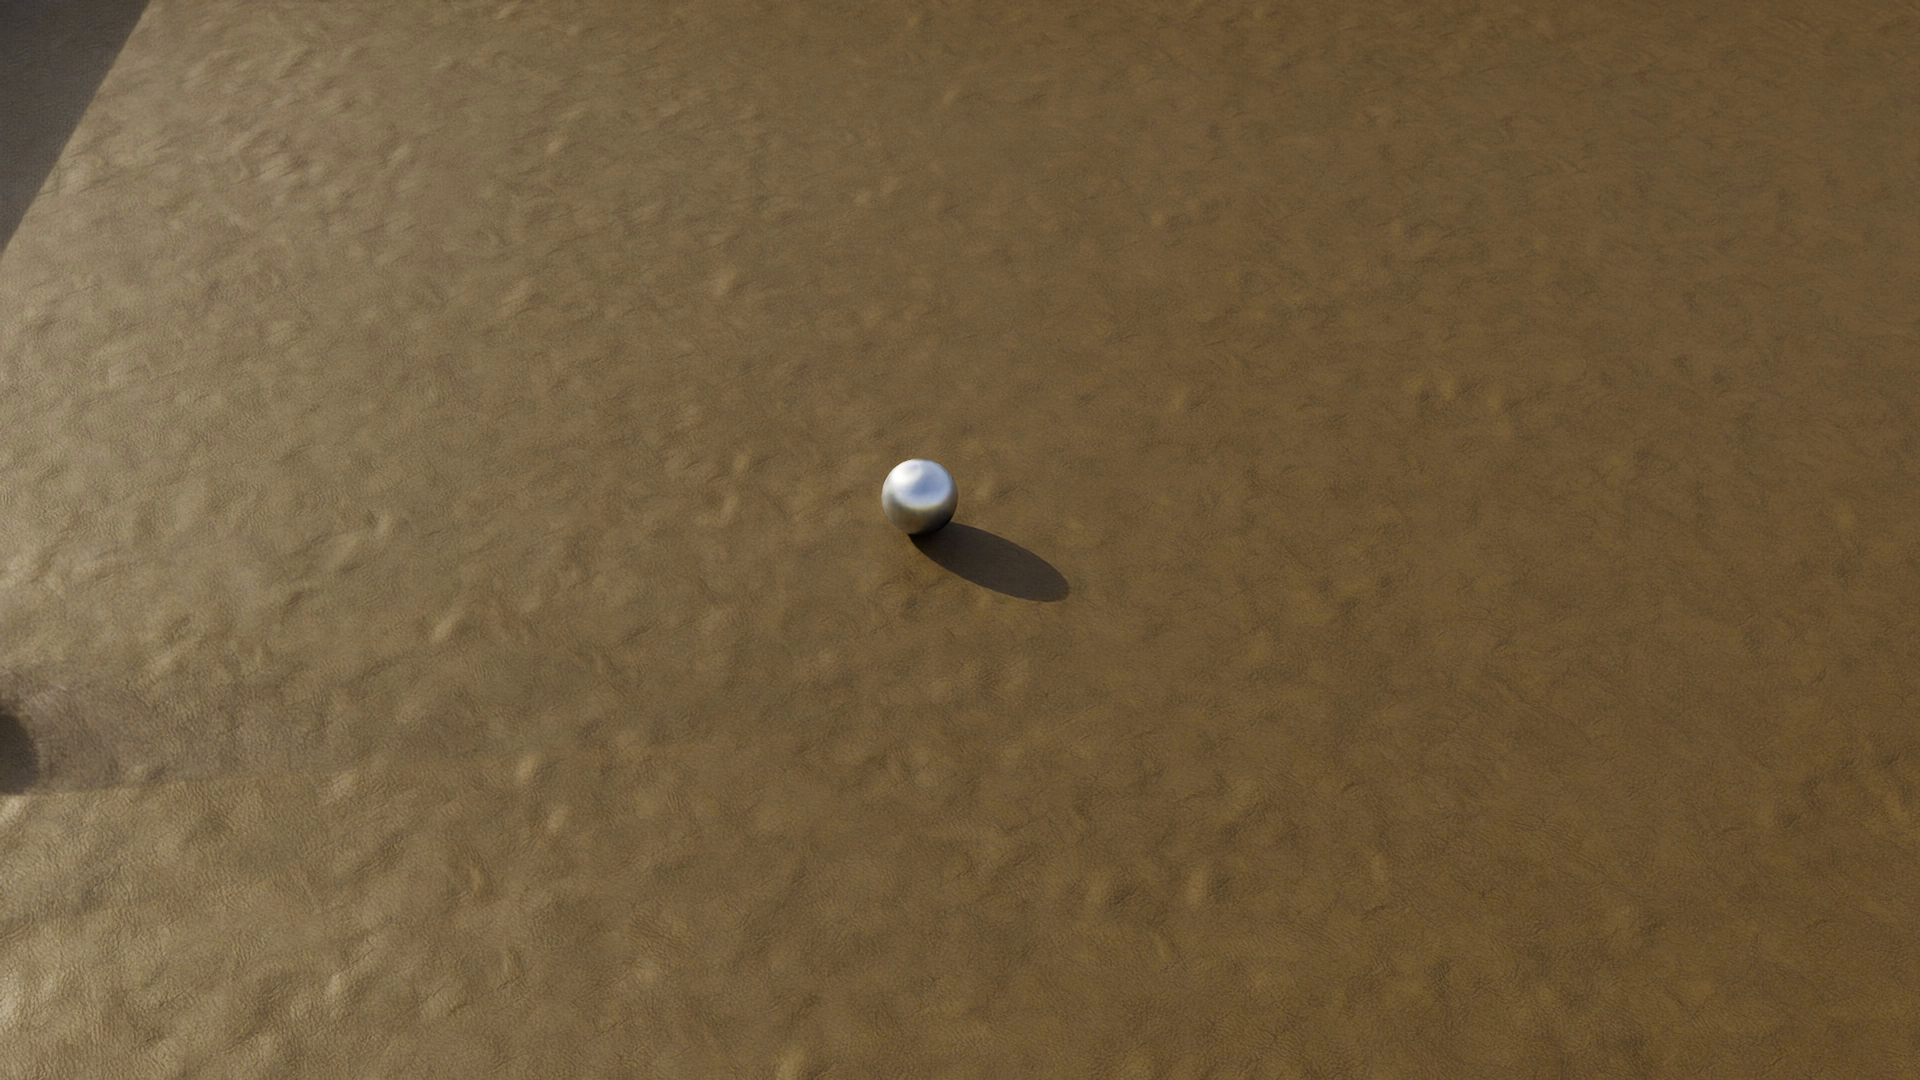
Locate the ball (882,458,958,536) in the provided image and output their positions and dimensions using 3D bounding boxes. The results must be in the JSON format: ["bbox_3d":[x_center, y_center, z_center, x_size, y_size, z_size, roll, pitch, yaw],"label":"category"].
[{"bbox_3d":[-0.026,-0.028,1.652,0.050,0.050,0.050,0,36,0],"label":"ball"}]
